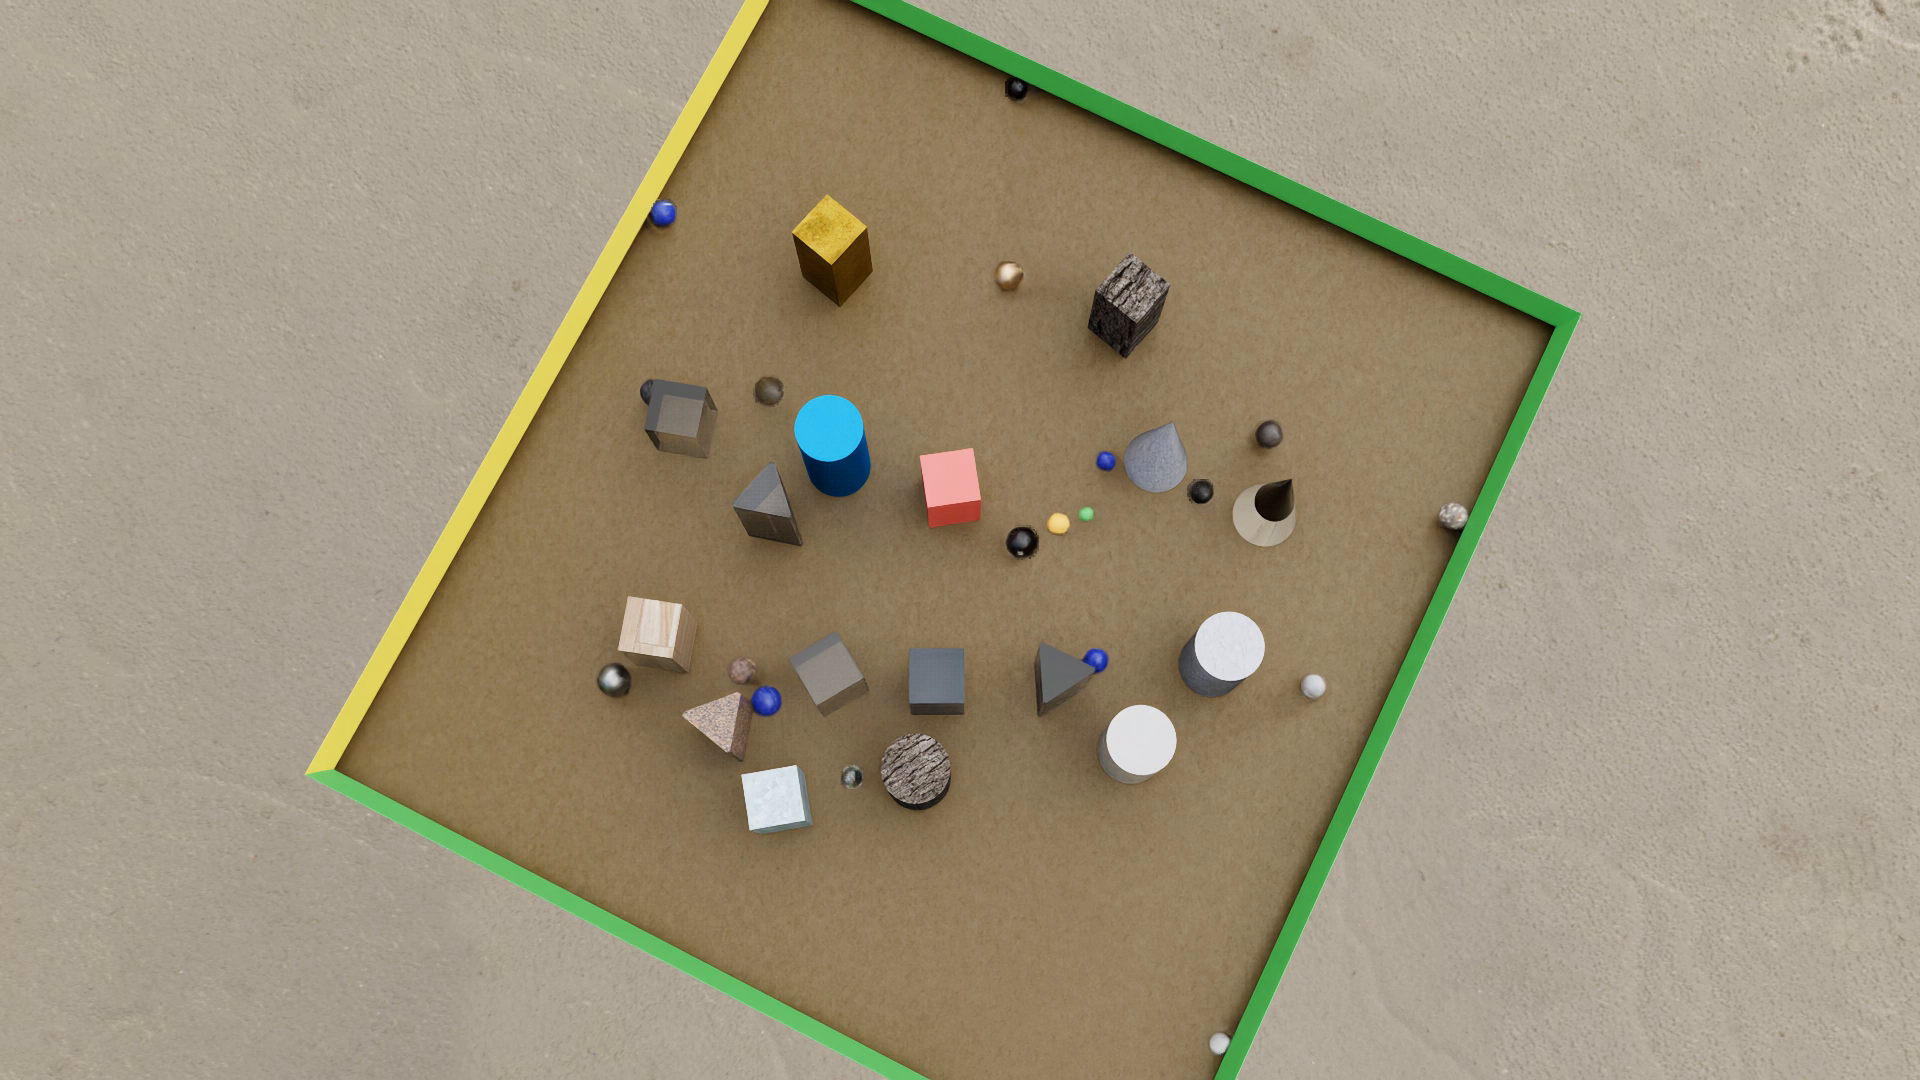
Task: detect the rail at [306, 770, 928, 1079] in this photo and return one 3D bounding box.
[{"bbox_3d":[-0.654,1.287,5.284,2.790,0.128,0.045,26,80,5],"label":"rail"}]

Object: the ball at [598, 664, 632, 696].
[{"bbox_3d":[-1.032,0.419,5.480,0.098,0.098,0.098,0,78,0],"label":"ball"}]

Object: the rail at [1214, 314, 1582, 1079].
[{"bbox_3d":[1.226,0.607,5.425,0.045,0.128,2.971,26,80,5],"label":"rail"}]

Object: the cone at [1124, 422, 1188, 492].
[{"bbox_3d":[0.606,-0.290,5.441,0.197,0.462,0.197,0,78,0],"label":"cone"}]

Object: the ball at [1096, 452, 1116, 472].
[{"bbox_3d":[0.450,-0.241,5.636,0.059,0.059,0.059,0,78,0],"label":"ball"}]

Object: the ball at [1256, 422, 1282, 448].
[{"bbox_3d":[0.952,-0.323,5.641,0.083,0.083,0.083,0,78,0],"label":"ball"}]

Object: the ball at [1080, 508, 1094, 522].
[{"bbox_3d":[0.389,-0.079,5.611,0.043,0.043,0.043,0,78,0],"label":"ball"}]

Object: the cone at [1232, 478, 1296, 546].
[{"bbox_3d":[0.936,-0.125,5.400,0.197,0.475,0.197,0,78,0],"label":"cone"}]

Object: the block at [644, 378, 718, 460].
[{"bbox_3d":[-0.844,-0.365,5.561,0.157,0.256,0.157,10,78,2],"label":"block"}]

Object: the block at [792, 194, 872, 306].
[{"bbox_3d":[-0.386,-0.879,5.603,0.157,0.382,0.157,40,81,8],"label":"block"}]

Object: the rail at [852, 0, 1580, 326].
[{"bbox_3d":[0.654,-1.273,5.814,2.790,0.128,0.045,26,80,5],"label":"rail"}]

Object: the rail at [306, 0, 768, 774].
[{"bbox_3d":[-1.226,-0.594,5.673,0.045,0.128,2.971,26,80,5],"label":"rail"}]

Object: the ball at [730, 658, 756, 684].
[{"bbox_3d":[-0.651,0.391,5.495,0.080,0.080,0.080,0,78,0],"label":"ball"}]

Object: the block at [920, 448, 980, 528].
[{"bbox_3d":[-0.028,-0.154,5.506,0.157,0.280,0.157,-8,78,-2],"label":"block"}]

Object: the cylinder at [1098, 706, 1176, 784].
[{"bbox_3d":[0.510,0.596,5.318,0.197,0.343,0.197,0,78,0],"label":"cylinder"}]

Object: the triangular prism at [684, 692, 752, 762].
[{"bbox_3d":[-0.671,0.522,5.341,0.170,0.328,0.148,39,81,7],"label":"triangular prism"}]

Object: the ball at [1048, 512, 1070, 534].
[{"bbox_3d":[0.301,-0.050,5.593,0.066,0.066,0.066,0,78,0],"label":"ball"}]

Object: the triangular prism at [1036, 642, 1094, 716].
[{"bbox_3d":[0.268,0.388,5.346,0.170,0.374,0.148,-33,80,-6],"label":"triangular prism"}]

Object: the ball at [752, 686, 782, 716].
[{"bbox_3d":[-0.577,0.479,5.471,0.091,0.091,0.091,0,78,0],"label":"ball"}]

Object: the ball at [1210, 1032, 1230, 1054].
[{"bbox_3d":[0.751,1.452,5.285,0.061,0.061,0.061,0,78,0],"label":"ball"}]

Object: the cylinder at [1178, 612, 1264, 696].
[{"bbox_3d":[0.760,0.338,5.350,0.197,0.386,0.197,0,78,0],"label":"cylinder"}]

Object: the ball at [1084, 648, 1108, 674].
[{"bbox_3d":[0.407,0.363,5.503,0.074,0.074,0.074,0,78,0],"label":"ball"}]

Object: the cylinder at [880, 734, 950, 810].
[{"bbox_3d":[-0.125,0.675,5.313,0.197,0.320,0.197,0,78,0],"label":"cylinder"}]

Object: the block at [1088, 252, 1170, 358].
[{"bbox_3d":[0.511,-0.710,5.583,0.157,0.353,0.157,40,81,8],"label":"block"}]

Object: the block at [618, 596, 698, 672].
[{"bbox_3d":[-0.887,0.281,5.397,0.157,0.316,0.157,8,78,2],"label":"block"}]

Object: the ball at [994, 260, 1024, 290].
[{"bbox_3d":[0.152,-0.831,5.743,0.090,0.090,0.090,0,78,0],"label":"ball"}]

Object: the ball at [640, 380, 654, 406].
[{"bbox_3d":[-0.947,-0.456,5.668,0.084,0.084,0.084,0,78,0],"label":"ball"}]

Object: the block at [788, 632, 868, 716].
[{"bbox_3d":[-0.381,0.396,5.378,0.157,0.306,0.157,-30,80,-6],"label":"block"}]

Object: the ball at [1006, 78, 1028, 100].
[{"bbox_3d":[0.183,-1.448,5.881,0.069,0.069,0.069,0,78,0],"label":"ball"}]

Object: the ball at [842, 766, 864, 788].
[{"bbox_3d":[-0.319,0.703,5.437,0.066,0.066,0.066,0,78,0],"label":"ball"}]

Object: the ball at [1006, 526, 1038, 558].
[{"bbox_3d":[0.188,0.007,5.566,0.097,0.097,0.097,0,78,0],"label":"ball"}]

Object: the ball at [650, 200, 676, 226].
[{"bbox_3d":[-0.937,-1.031,5.789,0.081,0.081,0.081,0,78,0],"label":"ball"}]

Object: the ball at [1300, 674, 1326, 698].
[{"bbox_3d":[1.057,0.439,5.489,0.073,0.073,0.073,0,78,0],"label":"ball"}]

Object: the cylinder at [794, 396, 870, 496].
[{"bbox_3d":[-0.374,-0.274,5.446,0.197,0.446,0.197,0,78,0],"label":"cylinder"}]

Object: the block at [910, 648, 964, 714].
[{"bbox_3d":[-0.067,0.418,5.376,0.157,0.301,0.157,0,78,0],"label":"block"}]

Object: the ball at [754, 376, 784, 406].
[{"bbox_3d":[-0.590,-0.461,5.666,0.090,0.090,0.090,0,78,0],"label":"ball"}]

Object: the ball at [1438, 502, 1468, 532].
[{"bbox_3d":[1.505,-0.071,5.587,0.087,0.087,0.087,0,78,0],"label":"ball"}]

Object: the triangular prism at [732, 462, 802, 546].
[{"bbox_3d":[-0.551,-0.112,5.431,0.170,0.409,0.148,11,79,2],"label":"triangular prism"}]

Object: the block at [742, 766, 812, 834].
[{"bbox_3d":[-0.529,0.756,5.319,0.157,0.276,0.157,-10,78,-2],"label":"block"}]

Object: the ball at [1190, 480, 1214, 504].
[{"bbox_3d":[0.739,-0.146,5.610,0.072,0.072,0.072,0,78,0],"label":"ball"}]
